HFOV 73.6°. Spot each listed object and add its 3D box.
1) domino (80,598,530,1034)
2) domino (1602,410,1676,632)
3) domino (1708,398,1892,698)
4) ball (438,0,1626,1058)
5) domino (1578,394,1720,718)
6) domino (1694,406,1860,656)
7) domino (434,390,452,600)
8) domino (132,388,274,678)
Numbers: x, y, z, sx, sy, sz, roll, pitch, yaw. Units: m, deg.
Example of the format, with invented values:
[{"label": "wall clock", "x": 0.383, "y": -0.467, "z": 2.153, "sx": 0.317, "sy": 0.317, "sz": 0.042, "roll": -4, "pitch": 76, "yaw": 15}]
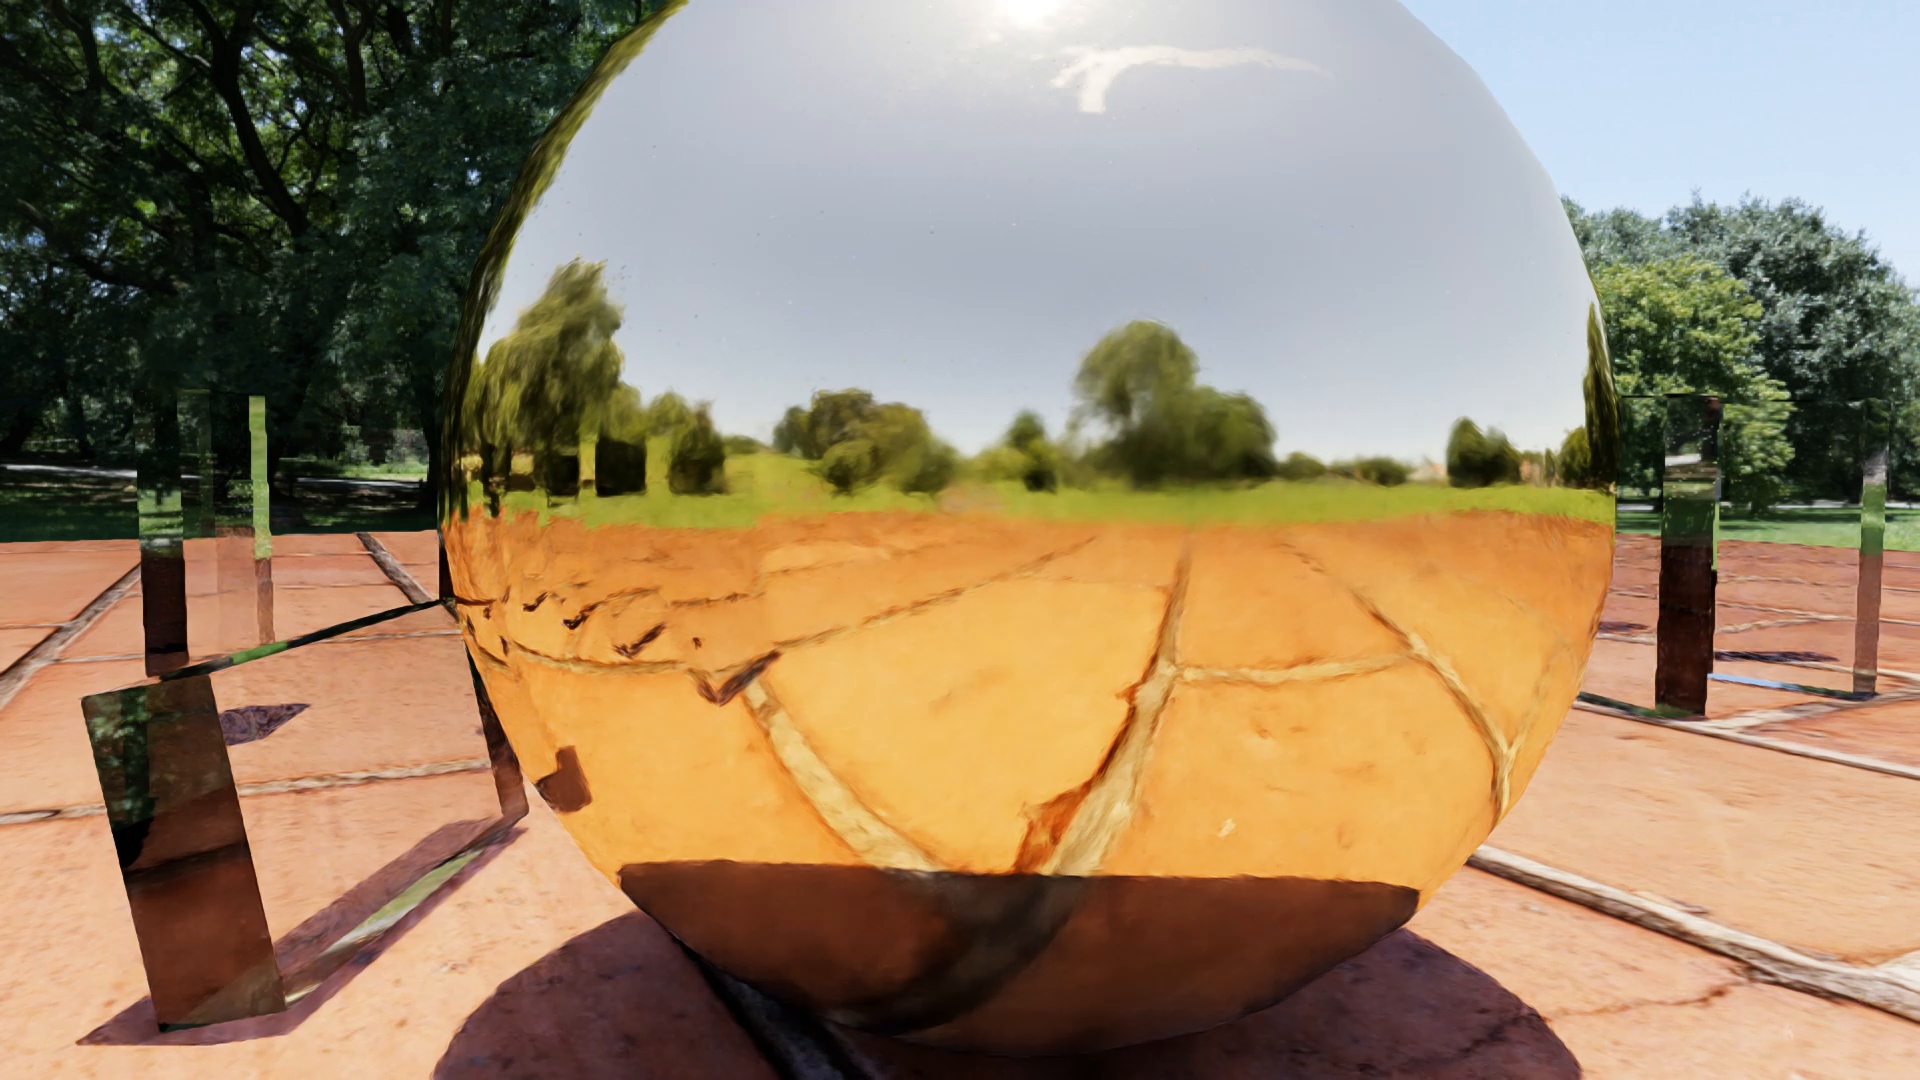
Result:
[{"label": "domino", "x": -0.055, "y": 0.021, "z": 0.117, "sx": 0.009, "sy": 0.025, "sz": 0.050, "roll": -11, "pitch": 4, "yaw": 2}, {"label": "domino", "x": 0.153, "y": -0.005, "z": 0.298, "sx": 0.025, "sy": 0.050, "sz": 0.009, "roll": -3, "pitch": 5, "yaw": -30}, {"label": "domino", "x": 0.146, "y": 0.001, "z": 0.226, "sx": 0.010, "sy": 0.050, "sz": 0.025, "roll": -3, "pitch": 5, "yaw": -35}, {"label": "ball", "x": 0.004, "y": -0.005, "z": 0.095, "sx": 0.080, "sy": 0.080, "sz": 0.080, "roll": 0, "pitch": 4, "yaw": 0}, {"label": "domino", "x": 0.109, "y": 0.002, "z": 0.210, "sx": 0.009, "sy": 0.050, "sz": 0.025, "roll": -1, "pitch": 4, "yaw": -13}, {"label": "domino", "x": 0.165, "y": -0.002, "z": 0.260, "sx": 0.025, "sy": 0.050, "sz": 0.009, "roll": 0, "pitch": 4, "yaw": -1}, {"label": "domino", "x": -0.071, "y": 0.003, "z": 0.197, "sx": 0.009, "sy": 0.050, "sz": 0.025, "roll": -1, "pitch": 4, "yaw": -7}, {"label": "domino", "x": -0.111, "y": 0.003, "z": 0.190, "sx": 0.010, "sy": 0.050, "sz": 0.025, "roll": -1, "pitch": 4, "yaw": -13}]
